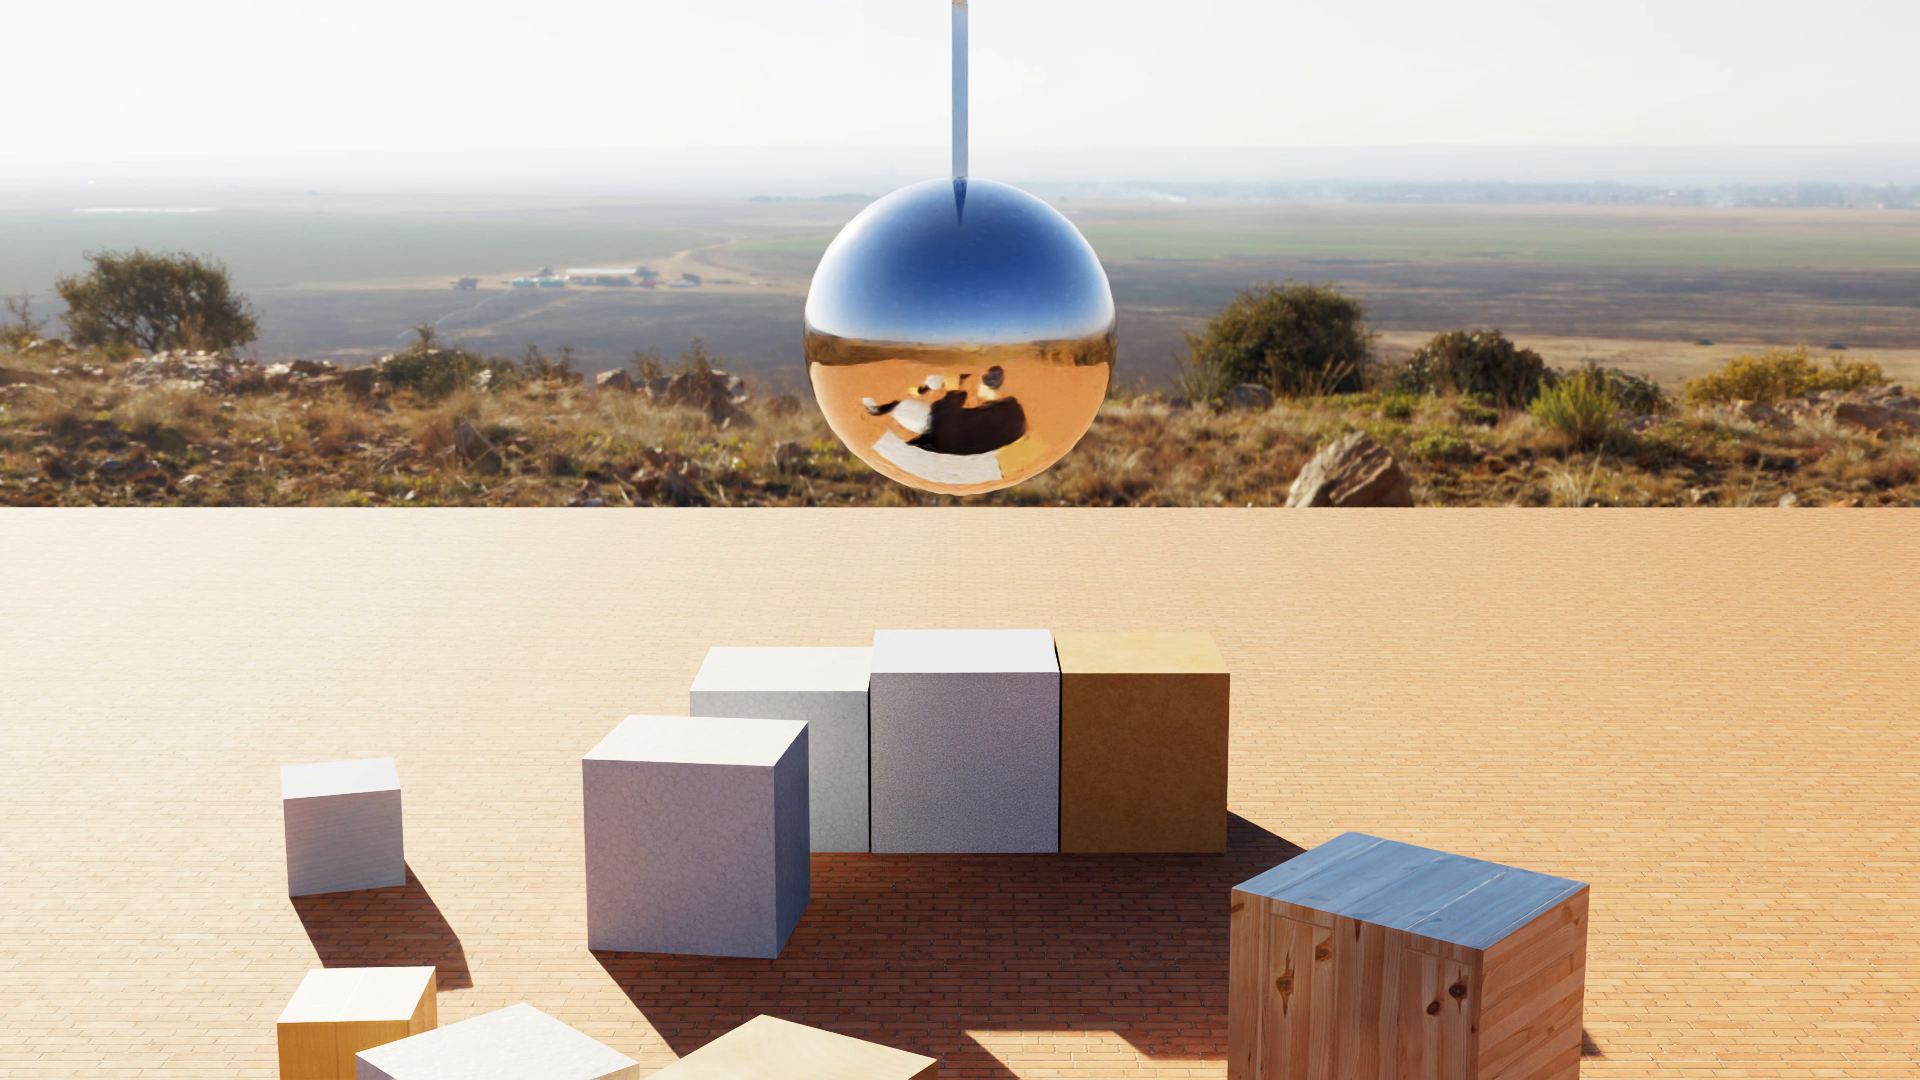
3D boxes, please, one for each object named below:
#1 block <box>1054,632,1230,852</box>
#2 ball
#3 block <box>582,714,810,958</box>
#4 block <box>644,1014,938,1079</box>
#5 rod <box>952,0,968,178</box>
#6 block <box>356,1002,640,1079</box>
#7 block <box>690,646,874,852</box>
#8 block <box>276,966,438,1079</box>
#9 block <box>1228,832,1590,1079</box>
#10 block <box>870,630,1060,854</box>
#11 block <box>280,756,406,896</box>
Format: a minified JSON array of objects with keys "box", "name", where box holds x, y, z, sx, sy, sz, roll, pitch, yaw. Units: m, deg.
[{"box":[0.916,1.026,11.348,0.826,0.921,0.908,0,10,0],"name":"block"},{"box":[0.000,-1.028,11.130,1.600,1.600,1.600,0,10,0],"name":"ball"},{"box":[-1.167,1.317,9.898,0.847,0.868,0.746,1,10,7],"name":"block"},{"box":[-0.536,1.972,6.740,0.677,0.708,0.681,6,12,31],"name":"block"},{"box":[0.000,-4.359,10.447,0.080,5.200,0.080,0,12,0],"name":"rod"},{"box":[-1.466,1.956,7.015,0.621,0.642,0.675,-9,14,-42],"name":"block"},{"box":[-0.895,1.066,11.382,0.877,0.830,0.957,0,10,0],"name":"block"},{"box":[-2.182,1.869,8.016,0.461,0.455,0.504,-1,10,-3],"name":"block"},{"box":[1.557,1.670,7.676,0.939,0.968,0.821,8,13,38],"name":"block"},{"box":[0.018,1.020,11.367,0.930,0.926,0.959,0,10,-1],"name":"block"},{"box":[-2.992,1.379,10.648,0.536,0.477,0.578,-3,11,-18],"name":"block"}]
